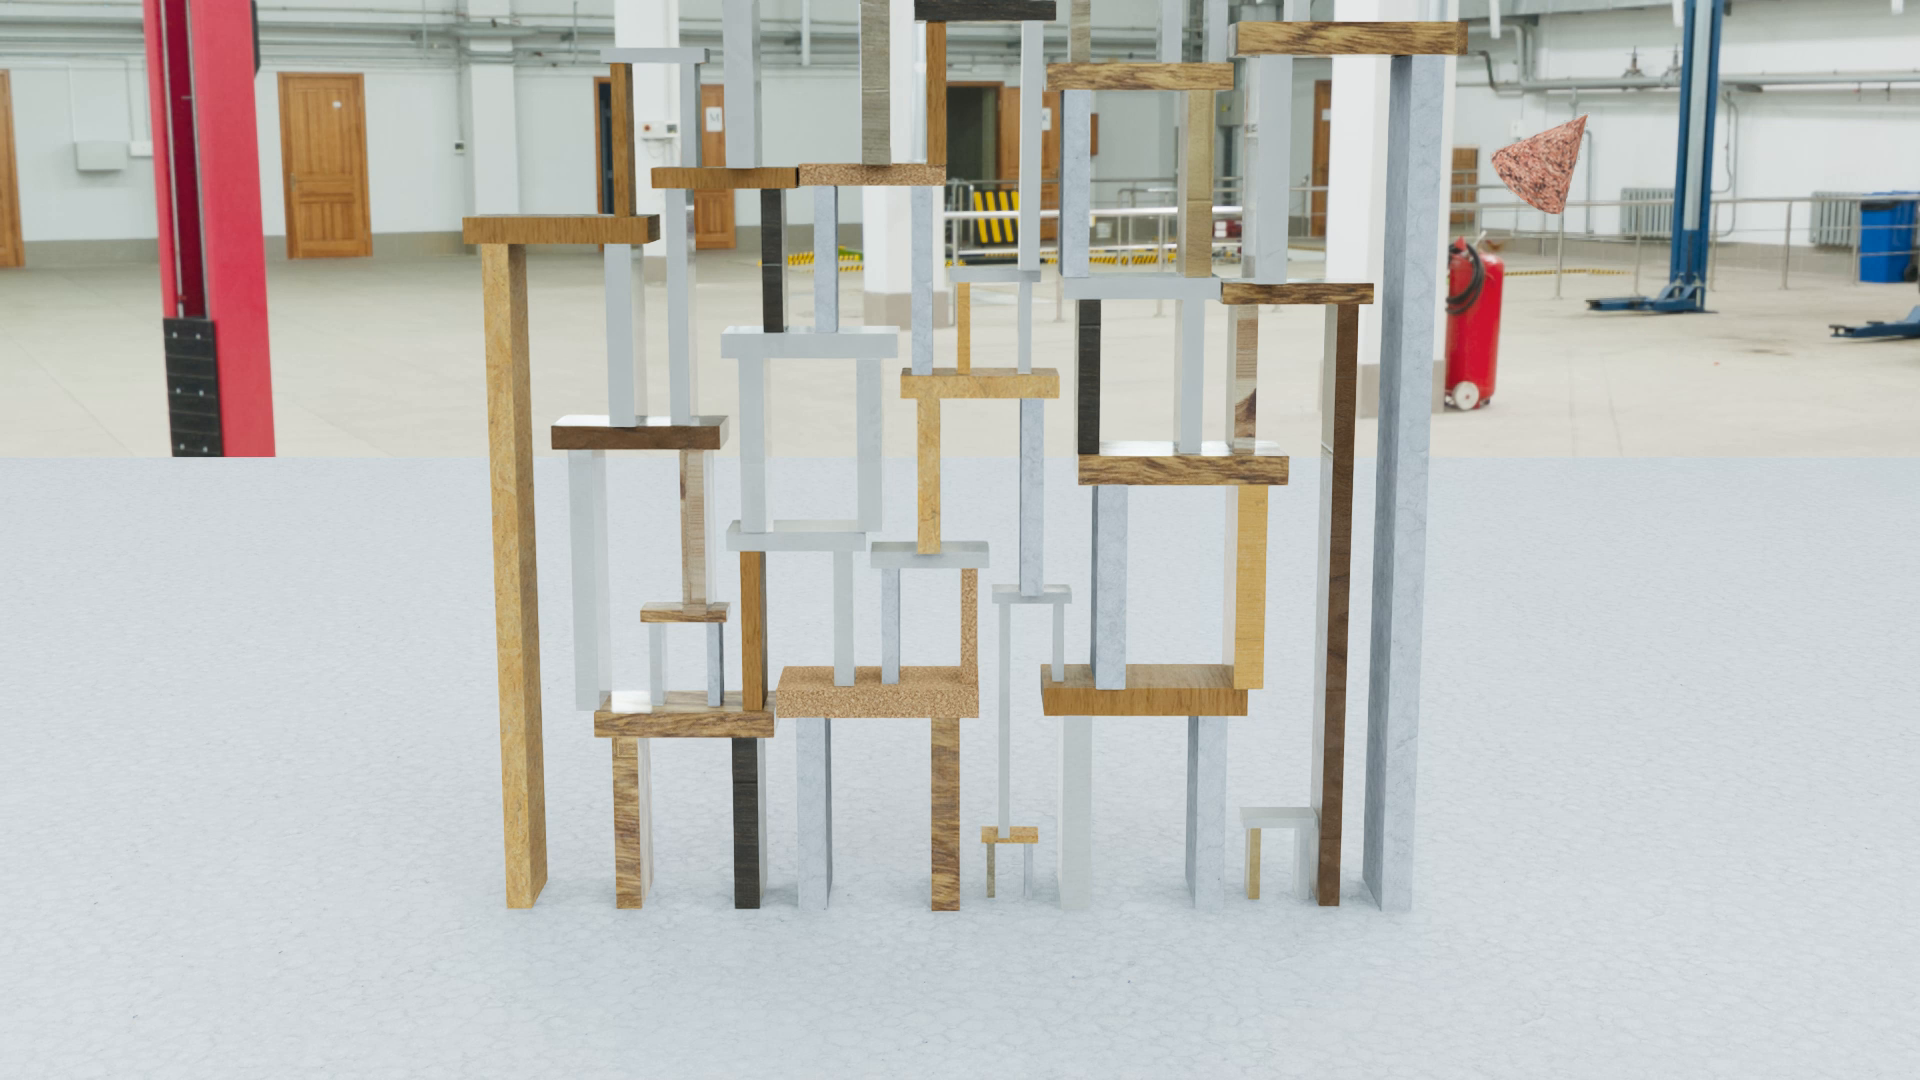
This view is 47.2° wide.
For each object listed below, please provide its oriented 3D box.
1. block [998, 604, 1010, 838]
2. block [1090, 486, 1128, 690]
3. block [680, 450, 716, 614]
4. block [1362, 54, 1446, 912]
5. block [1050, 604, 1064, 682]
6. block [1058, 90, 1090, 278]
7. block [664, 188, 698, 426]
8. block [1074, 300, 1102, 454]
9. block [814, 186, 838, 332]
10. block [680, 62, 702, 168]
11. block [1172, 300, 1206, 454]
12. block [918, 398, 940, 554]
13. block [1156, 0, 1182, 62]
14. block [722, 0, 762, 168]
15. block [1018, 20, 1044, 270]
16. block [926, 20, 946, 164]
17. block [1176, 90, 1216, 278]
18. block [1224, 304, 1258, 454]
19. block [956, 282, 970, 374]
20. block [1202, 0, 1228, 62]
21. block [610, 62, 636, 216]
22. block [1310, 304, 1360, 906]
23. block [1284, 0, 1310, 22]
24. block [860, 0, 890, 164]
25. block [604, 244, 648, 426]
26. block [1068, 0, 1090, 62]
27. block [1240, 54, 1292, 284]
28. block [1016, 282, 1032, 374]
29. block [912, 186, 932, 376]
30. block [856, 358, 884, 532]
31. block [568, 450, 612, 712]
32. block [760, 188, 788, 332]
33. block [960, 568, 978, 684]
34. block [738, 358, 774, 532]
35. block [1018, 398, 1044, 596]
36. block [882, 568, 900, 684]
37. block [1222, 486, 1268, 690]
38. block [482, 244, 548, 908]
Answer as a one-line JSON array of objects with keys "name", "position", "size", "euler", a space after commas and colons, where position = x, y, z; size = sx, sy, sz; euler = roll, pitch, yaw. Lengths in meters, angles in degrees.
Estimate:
[{"name": "block", "position": [0.072, 0.290, 3.610], "size": [0.018, 0.395, 0.065], "euler": [0, 11, 0]}, {"name": "block", "position": [0.241, 0.062, 3.567], "size": [0.047, 0.330, 0.165], "euler": [0, 11, 0]}, {"name": "block", "position": [-0.423, -0.024, 3.559], "size": [0.038, 0.266, 0.133], "euler": [0, 11, 1]}, {"name": "block", "position": [0.711, -0.081, 3.543], "size": [0.049, 1.365, 0.173], "euler": [0, 11, 0]}, {"name": "block", "position": [0.159, 0.160, 3.585], "size": [0.018, 0.130, 0.065], "euler": [0, 11, 0]}, {"name": "block", "position": [0.180, -0.562, 3.461], "size": [0.040, 0.285, 0.143], "euler": [0, 11, 0]}, {"name": "block", "position": [-0.441, -0.373, 3.492], "size": [0.032, 0.369, 0.112], "euler": [0, 11, 0]}, {"name": "block", "position": [0.203, -0.266, 3.507], "size": [0.034, 0.243, 0.121], "euler": [0, 11, 0]}, {"name": "block", "position": [-0.211, -0.447, 3.480], "size": [0.032, 0.228, 0.114], "euler": [0, 11, -1]}, {"name": "block", "position": [-0.420, -0.663, 3.436], "size": [0.023, 0.159, 0.080], "euler": [0, 11, 0]}, {"name": "block", "position": [0.365, -0.266, 3.507], "size": [0.034, 0.243, 0.121], "euler": [0, 11, 0]}, {"name": "block", "position": [-0.051, -0.112, 3.539], "size": [0.035, 0.249, 0.125], "euler": [0, 11, -1]}, {"name": "block", "position": [0.325, -0.844, 3.406], "size": [0.030, 0.210, 0.105], "euler": [0, 11, 0]}, {"name": "block", "position": [-0.338, -0.741, 3.418], "size": [0.044, 0.317, 0.156], "euler": [0, 11, 0]}, {"name": "block", "position": [0.110, -0.615, 3.438], "size": [0.031, 0.378, 0.108], "euler": [1, 11, 0]}, {"name": "block", "position": [-0.036, -0.696, 3.428], "size": [0.031, 0.216, 0.108], "euler": [0, 11, -1]}, {"name": "block", "position": [0.370, -0.562, 3.462], "size": [0.040, 0.285, 0.143], "euler": [0, 11, 0]}, {"name": "block", "position": [0.449, -0.263, 3.508], "size": [0.033, 0.235, 0.117], "euler": [0, 11, 0]}, {"name": "block", "position": [0.005, -0.339, 3.492], "size": [0.020, 0.144, 0.072], "euler": [-1, 11, -1]}, {"name": "block", "position": [0.395, -0.863, 3.395], "size": [0.027, 0.251, 0.095], "euler": [0, 10, 0]}, {"name": "block", "position": [-0.526, -0.626, 3.441], "size": [0.023, 0.234, 0.080], "euler": [0, 11, 0]}, {"name": "block", "position": [0.606, 0.106, 3.577], "size": [0.033, 0.985, 0.117], "euler": [0, 11, 0]}, {"name": "block", "position": [0.522, -0.894, 3.394], "size": [0.027, 0.190, 0.095], "euler": [0, 10, 0]}, {"name": "block", "position": [-0.131, -0.743, 3.419], "size": [0.044, 0.312, 0.156], "euler": [0, 11, -2]}, {"name": "block", "position": [-0.530, -0.331, 3.496], "size": [0.040, 0.285, 0.143], "euler": [0, 11, 0]}, {"name": "block", "position": [0.185, -0.844, 3.406], "size": [0.030, 0.210, 0.105], "euler": [0, 11, 0]}, {"name": "block", "position": [0.480, -0.581, 3.451], "size": [0.049, 0.346, 0.173], "euler": [0, 11, 0]}, {"name": "block", "position": [0.102, -0.340, 3.497], "size": [0.020, 0.144, 0.072], "euler": [0, 11, 0]}, {"name": "block", "position": [-0.060, -0.414, 3.486], "size": [0.032, 0.294, 0.114], "euler": [0, 11, 0]}, {"name": "block", "position": [-0.143, -0.161, 3.534], "size": [0.039, 0.276, 0.138], "euler": [0, 11, -1]}, {"name": "block", "position": [-0.600, 0.055, 3.574], "size": [0.038, 0.426, 0.133], "euler": [0, 11, 0]}, {"name": "block", "position": [-0.293, -0.445, 3.478], "size": [0.032, 0.223, 0.112], "euler": [0, 11, 0]}, {"name": "block", "position": [0.014, 0.131, 3.588], "size": [0.027, 0.191, 0.095], "euler": [0, 11, -1]}, {"name": "block", "position": [-0.328, -0.161, 3.534], "size": [0.039, 0.276, 0.138], "euler": [0, 11, 0]}, {"name": "block", "position": [0.115, -0.078, 3.544], "size": [0.035, 0.317, 0.125], "euler": [0, 11, 0]}, {"name": "block", "position": [-0.113, 0.131, 3.586], "size": [0.027, 0.191, 0.095], "euler": [0, 11, 0]}, {"name": "block", "position": [0.461, 0.061, 3.567], "size": [0.047, 0.330, 0.165], "euler": [0, 10, 0]}, {"name": "block", "position": [-0.720, 0.059, 3.569], "size": [0.040, 1.080, 0.143], "euler": [0, 11, 0]}]
